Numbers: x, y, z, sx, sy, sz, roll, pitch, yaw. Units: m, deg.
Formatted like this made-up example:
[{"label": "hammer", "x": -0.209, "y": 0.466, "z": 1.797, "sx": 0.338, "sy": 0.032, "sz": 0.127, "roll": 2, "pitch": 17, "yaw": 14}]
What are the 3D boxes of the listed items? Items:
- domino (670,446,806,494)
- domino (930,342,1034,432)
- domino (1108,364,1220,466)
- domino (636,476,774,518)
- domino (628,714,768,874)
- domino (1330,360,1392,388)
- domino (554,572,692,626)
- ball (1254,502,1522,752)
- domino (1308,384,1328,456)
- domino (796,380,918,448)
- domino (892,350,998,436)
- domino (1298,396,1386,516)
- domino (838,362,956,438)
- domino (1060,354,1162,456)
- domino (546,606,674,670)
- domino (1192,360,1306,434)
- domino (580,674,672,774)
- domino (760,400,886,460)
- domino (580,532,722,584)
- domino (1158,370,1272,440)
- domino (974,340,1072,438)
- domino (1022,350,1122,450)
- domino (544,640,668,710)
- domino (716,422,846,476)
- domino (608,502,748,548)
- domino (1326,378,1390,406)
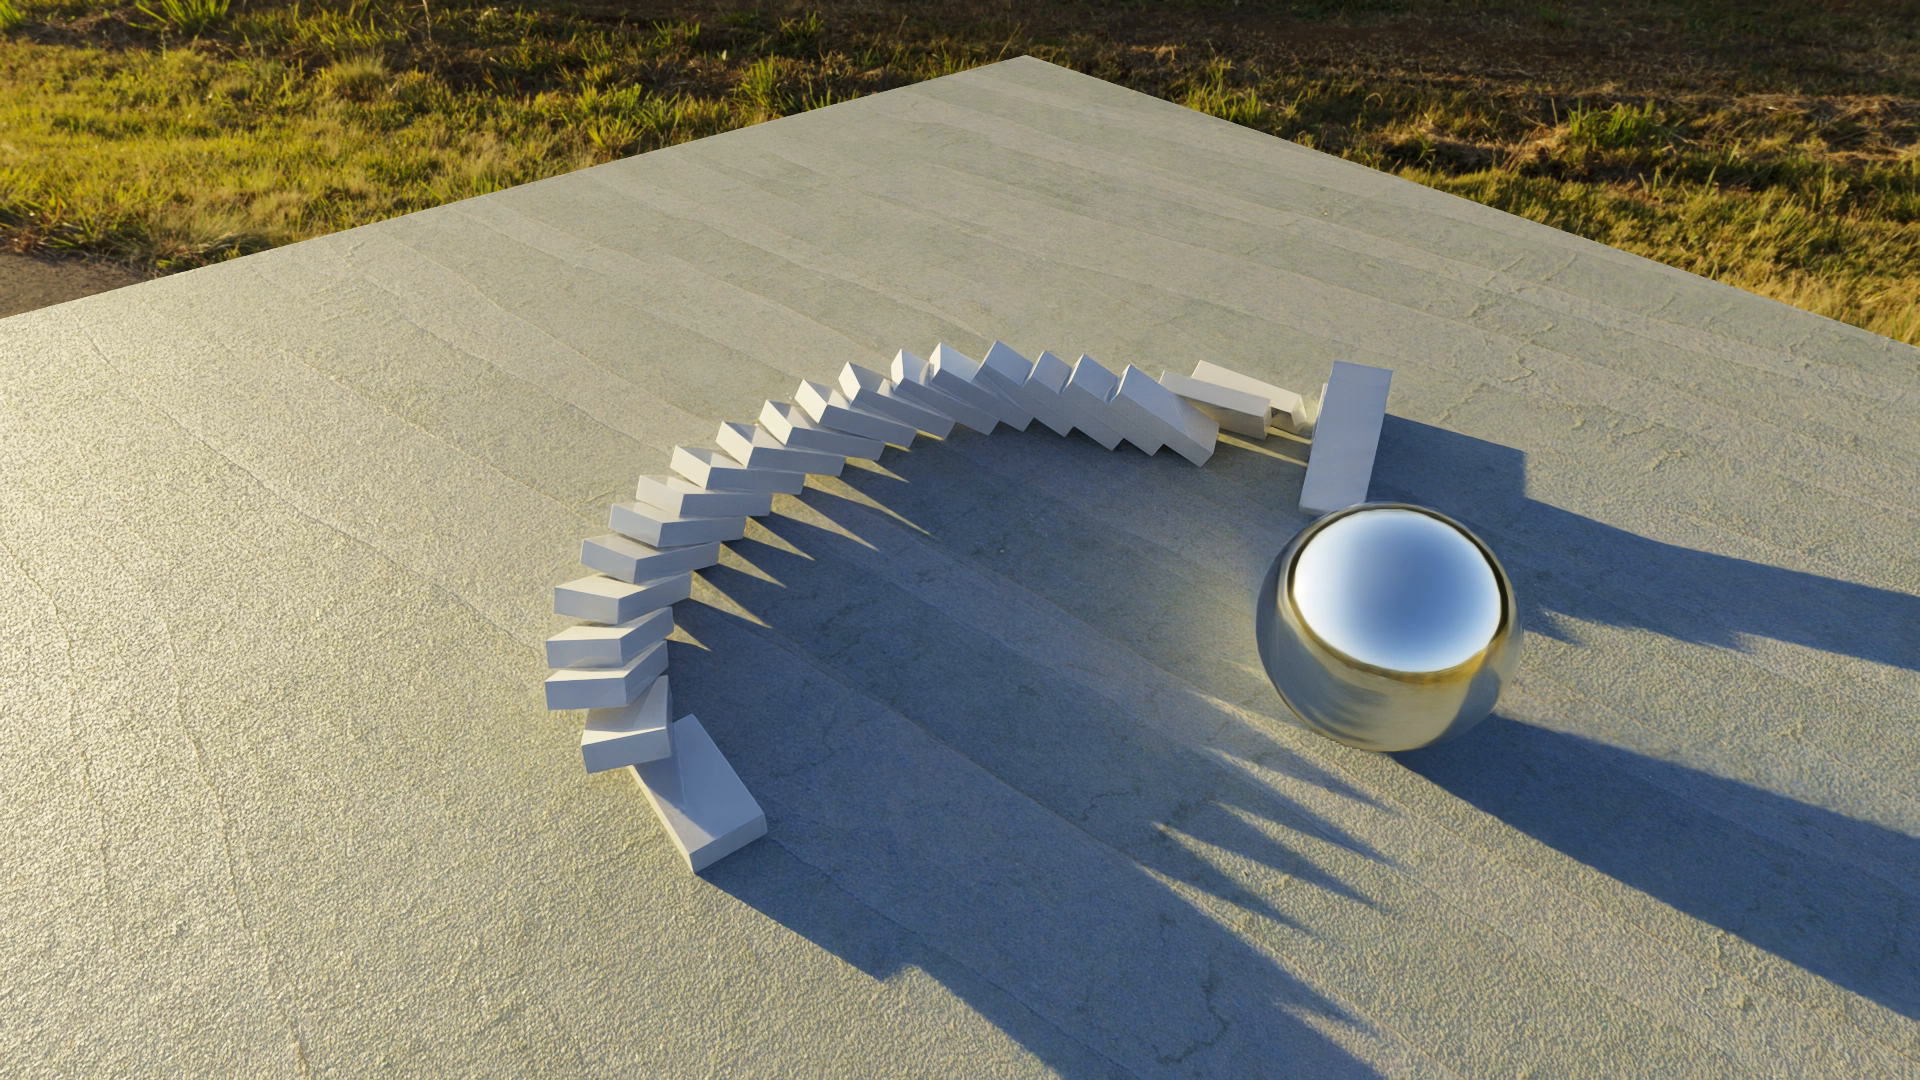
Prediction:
[{"label": "domino", "x": -0.092, "y": -0.029, "z": 0.459, "sx": 0.025, "sy": 0.010, "sz": 0.050, "roll": 29, "pitch": 17, "yaw": 36}, {"label": "domino", "x": 0.010, "y": -0.071, "z": 0.509, "sx": 0.050, "sy": 0.010, "sz": 0.025, "roll": 25, "pitch": 33, "yaw": -18}, {"label": "domino", "x": 0.092, "y": -0.056, "z": 0.494, "sx": 0.050, "sy": 0.009, "sz": 0.025, "roll": 32, "pitch": 42, "yaw": -6}, {"label": "domino", "x": -0.102, "y": -0.018, "z": 0.445, "sx": 0.025, "sy": 0.010, "sz": 0.050, "roll": 21, "pitch": 13, "yaw": 30}, {"label": "domino", "x": -0.084, "y": 0.079, "z": 0.347, "sx": 0.025, "sy": 0.010, "sz": 0.050, "roll": -25, "pitch": 45, "yaw": -27}, {"label": "domino", "x": 0.172, "y": -0.052, "z": 0.485, "sx": 0.025, "sy": 0.009, "sz": 0.050, "roll": 13, "pitch": 79, "yaw": 16}, {"label": "domino", "x": -0.122, "y": 0.019, "z": 0.401, "sx": 0.025, "sy": 0.010, "sz": 0.050, "roll": 9, "pitch": 11, "yaw": 14}, {"label": "ball", "x": 0.136, "y": 0.028, "z": 0.354, "sx": 0.080, "sy": 0.080, "sz": 0.080, "roll": 0, "pitch": 39, "yaw": 0}, {"label": "domino", "x": 0.178, "y": -0.054, "z": 0.509, "sx": 0.025, "sy": 0.010, "sz": 0.050, "roll": 13, "pitch": 41, "yaw": 16}, {"label": "domino", "x": -0.046, "y": -0.056, "z": 0.491, "sx": 0.050, "sy": 0.009, "sz": 0.025, "roll": 12, "pitch": 24, "yaw": -41}, {"label": "domino", "x": -0.007, "y": -0.068, "z": 0.508, "sx": 0.050, "sy": 0.010, "sz": 0.025, "roll": 22, "pitch": 34, "yaw": -22}, {"label": "domino", "x": 0.160, "y": -0.034, "z": 0.463, "sx": 0.025, "sy": 0.009, "sz": 0.050, "roll": 13, "pitch": 78, "yaw": 16}, {"label": "domino", "x": -0.029, "y": -0.063, "z": 0.501, "sx": 0.050, "sy": 0.010, "sz": 0.025, "roll": 17, "pitch": 27, "yaw": -31}, {"label": "domino", "x": 0.071, "y": -0.061, "z": 0.499, "sx": 0.050, "sy": 0.010, "sz": 0.025, "roll": 33, "pitch": 42, "yaw": -6}, {"label": "domino", "x": -0.120, "y": 0.033, "z": 0.382, "sx": 0.025, "sy": 0.010, "sz": 0.050, "roll": -2, "pitch": 8, "yaw": 5}, {"label": "domino", "x": 0.135, "y": -0.066, "z": 0.512, "sx": 0.050, "sy": 0.025, "sz": 0.009, "roll": 27, "pitch": 85, "yaw": 29}, {"label": "domino", "x": -0.107, "y": 0.059, "z": 0.355, "sx": 0.025, "sy": 0.010, "sz": 0.050, "roll": -10, "pitch": 14, "yaw": -12}, {"label": "domino", "x": -0.060, "y": -0.048, "z": 0.484, "sx": 0.050, "sy": 0.010, "sz": 0.025, "roll": 6, "pitch": 28, "yaw": -43}, {"label": "domino", "x": -0.117, "y": 0.005, "z": 0.420, "sx": 0.025, "sy": 0.009, "sz": 0.050, "roll": 18, "pitch": 14, "yaw": 21}, {"label": "domino", "x": 0.117, "y": -0.062, "z": 0.506, "sx": 0.050, "sy": 0.025, "sz": 0.009, "roll": 19, "pitch": 78, "yaw": 22}, {"label": "domino", "x": 0.033, "y": -0.071, "z": 0.510, "sx": 0.050, "sy": 0.010, "sz": 0.025, "roll": 33, "pitch": 38, "yaw": -6}, {"label": "domino", "x": 0.054, "y": -0.064, "z": 0.504, "sx": 0.050, "sy": 0.009, "sz": 0.025, "roll": 33, "pitch": 42, "yaw": -6}, {"label": "domino", "x": -0.117, "y": 0.045, "z": 0.369, "sx": 0.025, "sy": 0.010, "sz": 0.050, "roll": -3, "pitch": 8, "yaw": 0}, {"label": "domino", "x": -0.076, "y": -0.039, "z": 0.472, "sx": 0.050, "sy": 0.009, "sz": 0.025, "roll": 3, "pitch": 26, "yaw": -47}, {"label": "domino", "x": -0.110, "y": -0.007, "z": 0.432, "sx": 0.025, "sy": 0.009, "sz": 0.050, "roll": 19, "pitch": 12, "yaw": 24}, {"label": "domino", "x": 0.166, "y": -0.043, "z": 0.474, "sx": 0.025, "sy": 0.009, "sz": 0.050, "roll": 13, "pitch": 79, "yaw": 16}]
